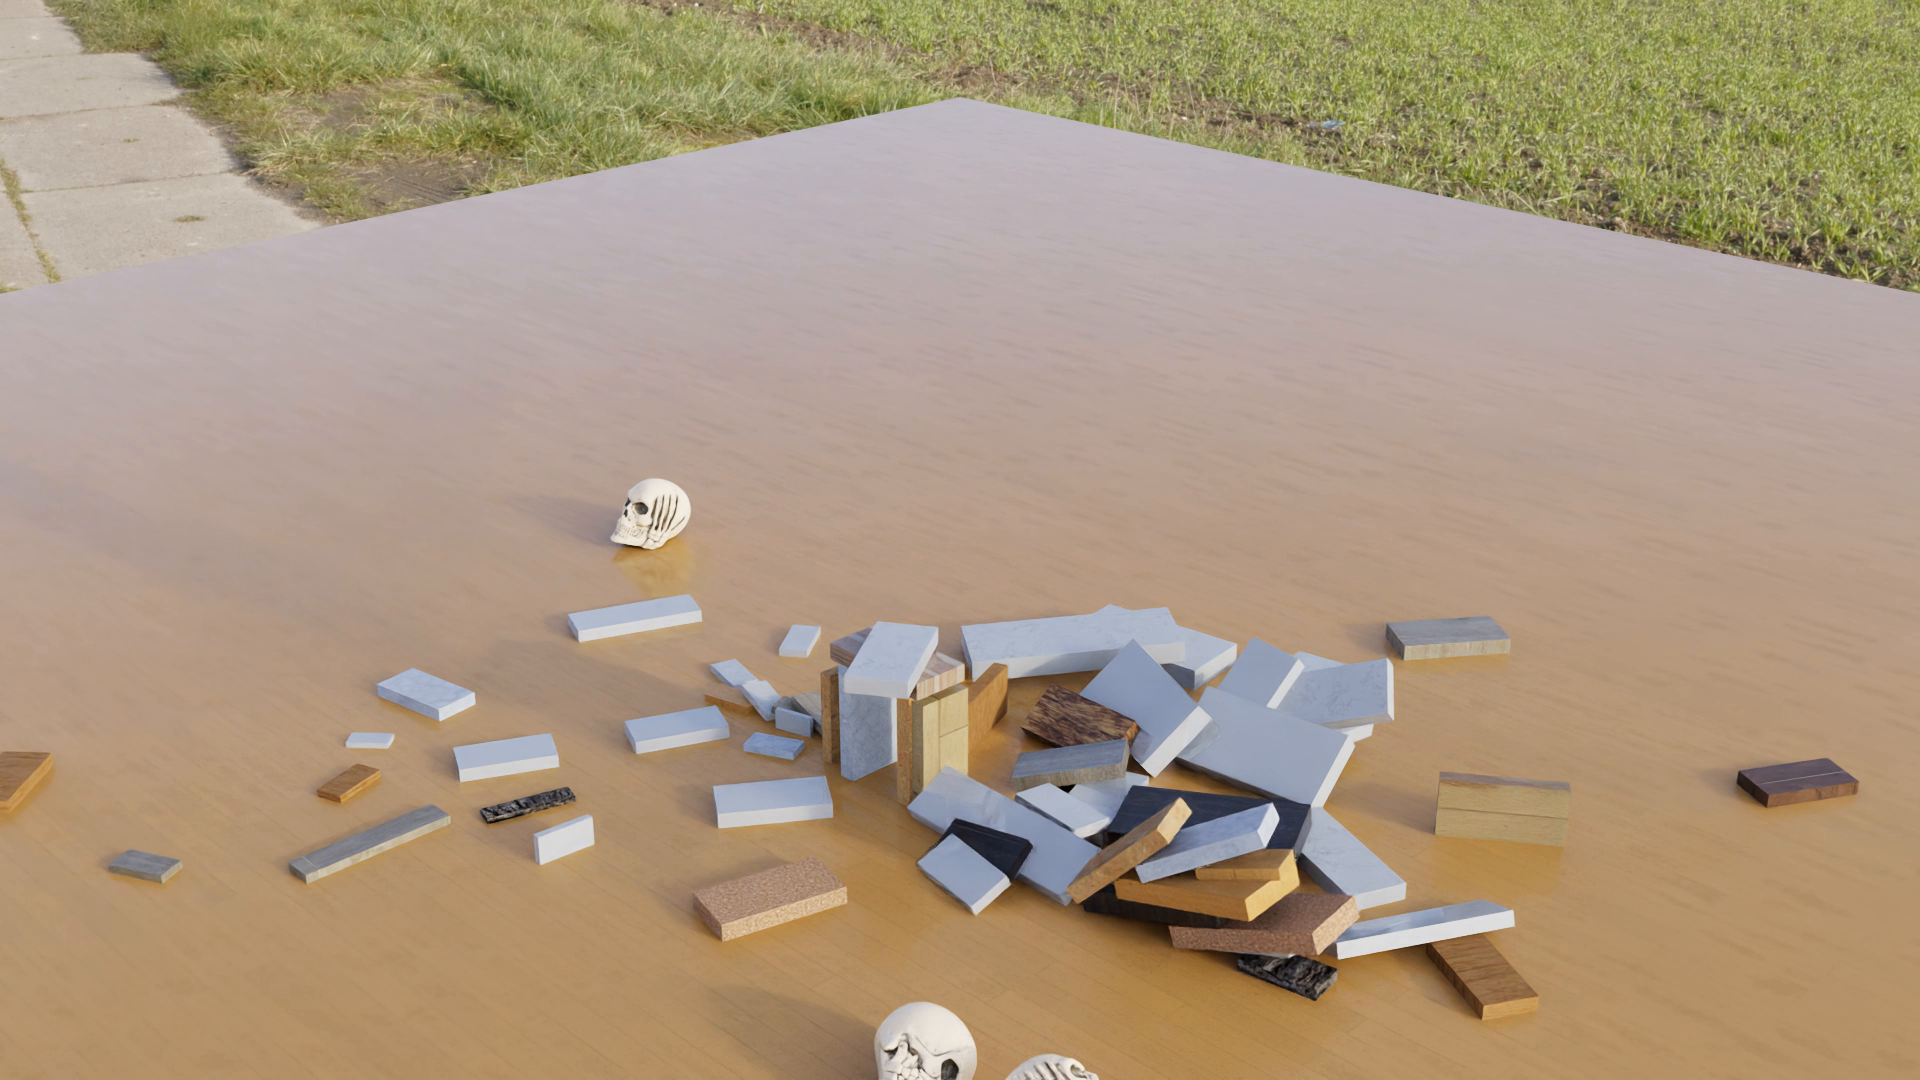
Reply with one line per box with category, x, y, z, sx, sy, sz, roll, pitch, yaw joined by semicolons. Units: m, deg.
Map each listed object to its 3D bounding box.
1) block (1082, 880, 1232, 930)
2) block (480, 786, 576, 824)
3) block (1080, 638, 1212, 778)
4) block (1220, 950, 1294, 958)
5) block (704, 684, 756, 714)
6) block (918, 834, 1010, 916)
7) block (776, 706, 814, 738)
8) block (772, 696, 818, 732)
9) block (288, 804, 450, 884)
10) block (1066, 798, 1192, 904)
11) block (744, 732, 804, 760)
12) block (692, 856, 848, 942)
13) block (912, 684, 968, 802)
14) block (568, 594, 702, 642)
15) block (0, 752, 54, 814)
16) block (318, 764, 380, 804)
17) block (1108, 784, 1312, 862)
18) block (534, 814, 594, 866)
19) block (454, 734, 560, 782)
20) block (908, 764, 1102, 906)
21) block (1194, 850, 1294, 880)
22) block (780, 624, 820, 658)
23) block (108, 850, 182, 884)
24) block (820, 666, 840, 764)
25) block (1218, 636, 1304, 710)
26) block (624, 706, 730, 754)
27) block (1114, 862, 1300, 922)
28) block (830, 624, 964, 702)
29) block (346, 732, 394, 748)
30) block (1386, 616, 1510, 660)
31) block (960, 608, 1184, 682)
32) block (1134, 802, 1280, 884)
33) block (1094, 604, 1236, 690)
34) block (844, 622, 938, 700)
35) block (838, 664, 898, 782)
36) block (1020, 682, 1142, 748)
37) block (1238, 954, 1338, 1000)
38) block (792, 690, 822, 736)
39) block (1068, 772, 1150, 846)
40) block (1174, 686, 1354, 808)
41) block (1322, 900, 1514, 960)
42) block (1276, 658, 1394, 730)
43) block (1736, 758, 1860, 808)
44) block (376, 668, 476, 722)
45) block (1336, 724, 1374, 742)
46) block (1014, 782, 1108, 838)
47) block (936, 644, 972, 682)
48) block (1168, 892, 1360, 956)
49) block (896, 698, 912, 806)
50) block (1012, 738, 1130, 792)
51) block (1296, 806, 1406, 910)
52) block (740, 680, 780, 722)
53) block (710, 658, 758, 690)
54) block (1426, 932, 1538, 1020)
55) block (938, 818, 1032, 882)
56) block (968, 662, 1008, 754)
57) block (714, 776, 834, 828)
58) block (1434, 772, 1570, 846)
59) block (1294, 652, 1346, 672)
block;0.391;0.650;4.069;0.305;0.043;0.153;0;19;42
block;-0.878;0.539;4.473;0.186;0.013;0.045;-13;26;-27
block;0.395;0.357;4.724;0.172;0.049;0.345;-46;29;3
block;0.549;0.719;3.961;0.158;0.022;0.079;-4;15;45
block;-0.501;0.355;4.902;0.122;0.017;0.061;14;27;29
block;0.007;0.634;4.180;0.090;0.025;0.180;-39;39;-17
block;-0.359;0.395;4.771;0.091;0.045;0.013;13;26;28
block;-0.348;0.379;4.816;0.116;0.016;0.058;20;28;15
block;-1.160;0.596;4.332;0.067;0.019;0.321;21;31;41
block;0.309;0.569;4.027;0.035;0.246;0.123;50;34;0
block;-0.398;0.440;4.702;0.116;0.016;0.058;8;24;19
block;-0.357;0.672;4.130;0.257;0.036;0.129;-13;26;-28
block;-0.040;0.421;4.457;0.122;0.243;0.034;-20;30;-39
block;-0.781;0.187;5.284;0.301;0.029;0.103;-9;25;-21
block;-1.971;0.500;4.545;0.103;0.029;0.206;1;23;3
block;-1.265;0.503;4.552;0.061;0.017;0.122;11;25;24
block;0.490;0.565;4.311;0.365;0.049;0.172;4;27;21
block;-0.774;0.586;4.302;0.122;0.061;0.017;-18;29;-37
block;-0.958;0.458;4.643;0.205;0.029;0.103;-8;24;-17
block;0.086;0.573;4.297;0.441;0.035;0.123;24;61;43
block;0.508;0.580;3.922;0.158;0.022;0.079;-5;16;29
block;-0.376;0.238;5.176;0.067;0.019;0.133;4;23;9
block;-1.575;0.631;4.252;0.122;0.017;0.061;8;24;18
block;-0.244;0.360;4.649;0.029;0.205;0.103;21;31;41
block;0.608;0.341;4.685;0.128;0.036;0.257;27;77;42
block;-0.613;0.410;4.758;0.205;0.029;0.103;-9;24;-20
block;0.443;0.616;3.975;0.305;0.043;0.153;1;20;45
block;-0.129;0.247;4.464;0.130;0.037;0.261;-21;31;-40
block;-1.268;0.431;4.728;0.091;0.013;0.045;1;23;3
block;1.147;0.230;5.172;0.257;0.036;0.129;-4;23;-8
block;0.255;0.237;5.021;0.485;0.050;0.178;-5;25;-6
block;0.446;0.547;3.969;0.246;0.035;0.123;-21;9;26
block;0.444;0.247;5.115;0.355;0.050;0.178;17;28;35
block;-0.135;0.238;4.390;0.128;0.036;0.256;5;24;12
block;-0.190;0.359;4.580;0.131;0.261;0.037;-21;31;-40
block;0.256;0.400;4.691;0.243;0.034;0.121;22;67;42
block;0.584;0.766;3.926;0.158;0.022;0.079;17;28;34
block;-0.306;0.377;4.799;0.067;0.019;0.133;-8;33;-35
block;0.281;0.535;4.456;0.121;0.034;0.243;11;25;24
block;0.622;0.435;4.550;0.345;0.049;0.172;18;68;37
block;0.825;0.708;4.008;0.355;0.030;0.106;-7;4;-16
block;0.729;0.344;4.652;0.378;0.036;0.129;-12;54;27
block;1.730;0.501;4.542;0.212;0.030;0.106;-6;24;-14
block;-1.193;0.344;4.912;0.206;0.029;0.103;16;28;33
block;0.752;0.364;4.726;0.125;0.035;0.250;-15;33;-36
block;0.201;0.539;4.363;0.090;0.025;0.180;-13;26;-37
block;-0.038;0.285;5.043;0.257;0.036;0.128;-4;23;-10
block;0.545;0.687;3.954;0.305;0.043;0.153;-6;14;41
block;-0.067;0.403;4.476;0.130;0.261;0.037;-20;30;-39
block;0.230;0.466;4.548;0.231;0.033;0.116;-9;19;13
block;0.724;0.616;4.264;0.125;0.035;0.313;-9;25;-20
block;-0.430;0.355;4.866;0.061;0.017;0.122;-9;35;-32
block;-0.514;0.309;5.011;0.061;0.017;0.122;-13;26;-27
block;0.925;0.771;3.904;0.106;0.030;0.212;-6;24;-14
block;0.043;0.600;4.245;0.180;0.026;0.090;11;53;37
block;0.042;0.366;4.751;0.033;0.116;0.231;10;25;22
block;-0.380;0.531;4.466;0.231;0.033;0.116;-4;23;-10
block;1.071;0.532;4.347;0.250;0.125;0.035;4;23;10
block;0.745;0.354;4.863;0.178;0.050;0.356;16;28;33
